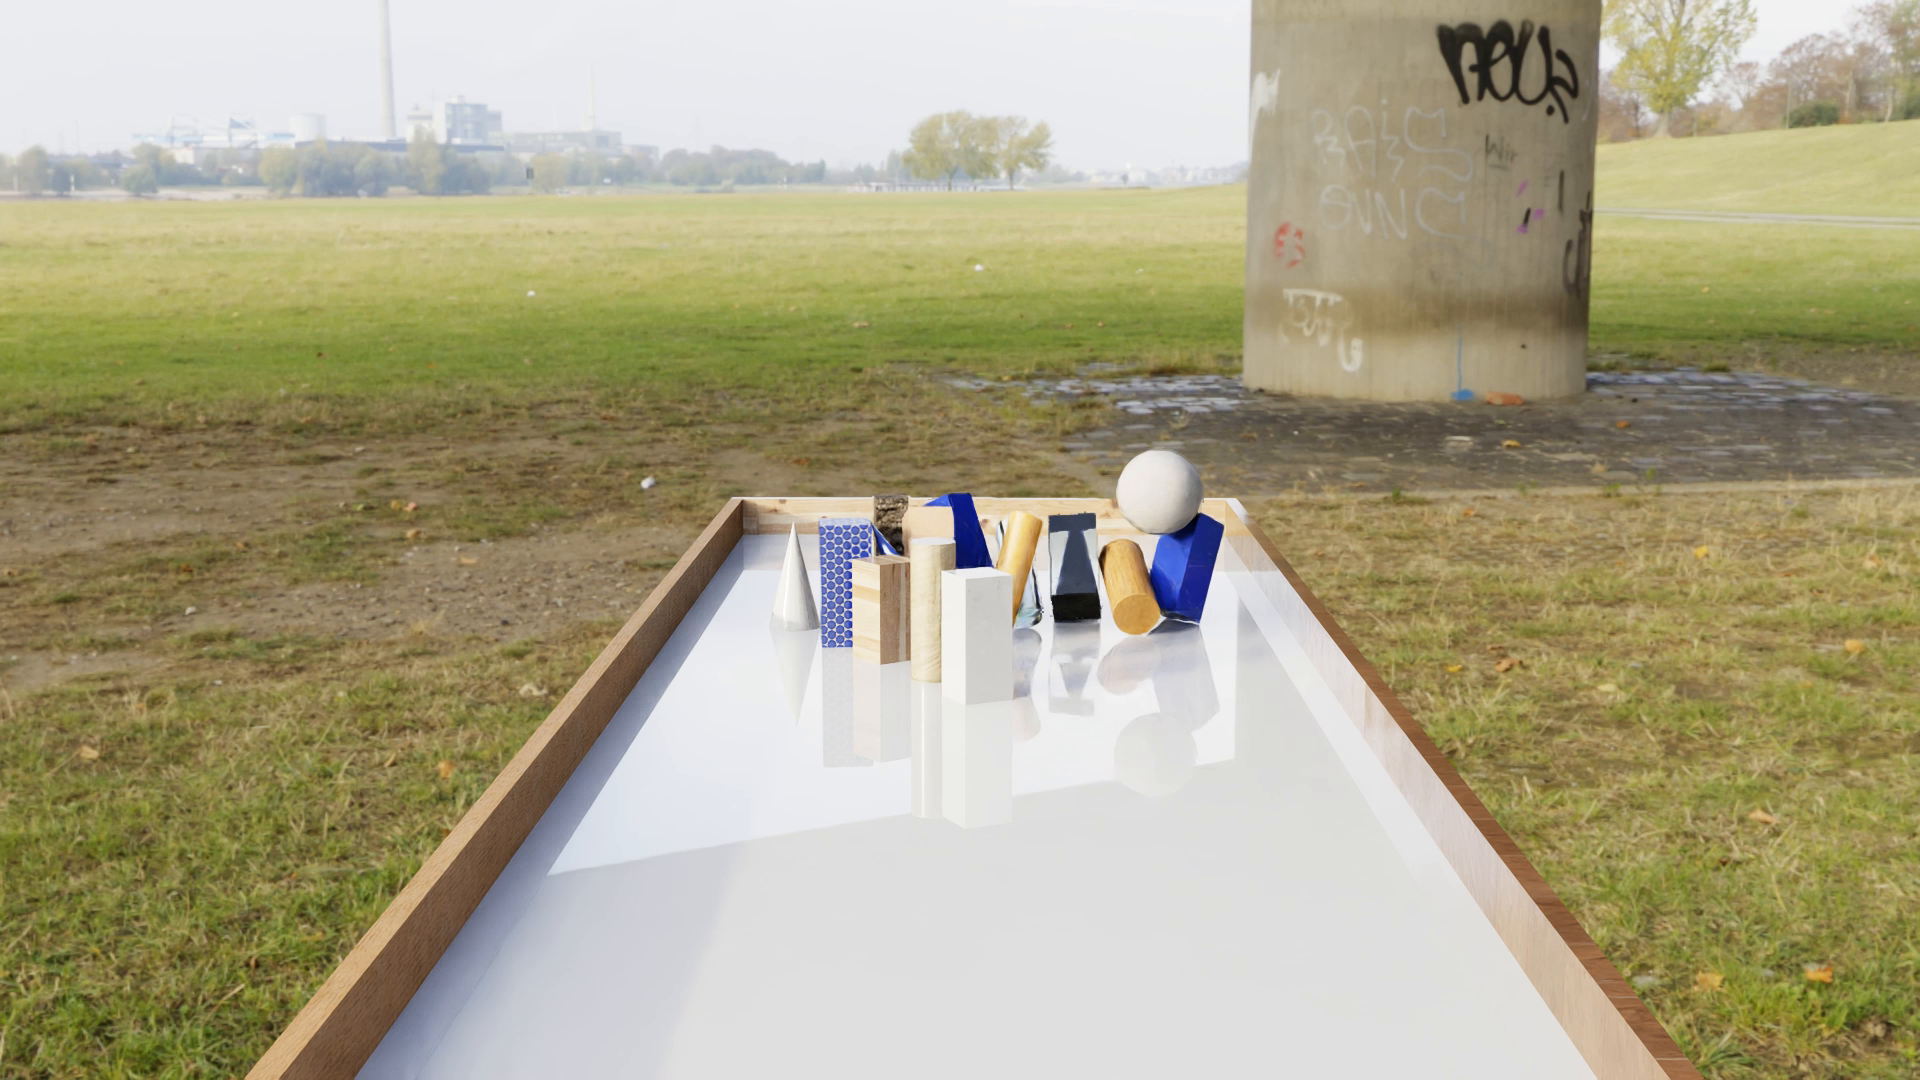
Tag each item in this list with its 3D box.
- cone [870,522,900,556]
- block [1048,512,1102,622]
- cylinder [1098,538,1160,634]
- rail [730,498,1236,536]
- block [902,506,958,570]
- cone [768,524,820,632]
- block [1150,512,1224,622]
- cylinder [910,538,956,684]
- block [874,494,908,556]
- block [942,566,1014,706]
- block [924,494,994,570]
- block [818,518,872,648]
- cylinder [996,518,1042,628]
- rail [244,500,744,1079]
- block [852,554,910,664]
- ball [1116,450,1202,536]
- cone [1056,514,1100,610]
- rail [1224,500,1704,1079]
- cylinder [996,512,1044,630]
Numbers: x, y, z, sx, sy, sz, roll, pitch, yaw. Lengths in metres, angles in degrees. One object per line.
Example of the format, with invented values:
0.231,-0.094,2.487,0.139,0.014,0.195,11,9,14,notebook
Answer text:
-0.180,0.116,6.869,0.163,0.447,0.163,-26,-21,-11,cone
0.382,0.089,7.325,0.158,0.319,0.158,-4,-36,6,block
0.553,0.150,7.209,0.151,0.151,0.372,-1,28,-4,cylinder
0.099,-0.098,9.147,2.100,0.150,0.050,0,9,1,rail
-0.092,0.103,7.010,0.141,0.397,0.141,-1,-15,-12,block
-0.542,0.110,7.194,0.172,0.351,0.172,0,9,0,cone
0.740,0.085,7.288,0.142,0.339,0.142,7,-12,45,block
-0.078,0.204,6.421,0.133,0.407,0.133,0,9,0,cylinder
-0.224,0.071,7.181,0.106,0.429,0.106,-1,7,-7,block
0.048,0.268,6.182,0.149,0.356,0.149,-4,10,-26,block
0.009,0.058,7.269,0.126,0.406,0.126,-26,-14,36,block
-0.362,0.132,6.936,0.159,0.387,0.159,-1,9,-5,block
0.195,0.106,7.285,0.106,0.106,0.384,-1,50,-9,cylinder
-1.004,0.839,3.234,0.050,0.150,12.000,0,9,1,rail
-0.225,0.210,6.710,0.147,0.304,0.147,-7,11,-36,block
0.650,-0.154,7.171,0.279,0.279,0.279,0,9,0,ball
0.401,0.059,7.486,0.146,0.334,0.146,1,-23,0,cone
1.046,0.843,3.208,0.050,0.150,12.000,0,9,1,rail
0.167,0.104,7.136,0.111,0.378,0.111,15,-17,5,cylinder
